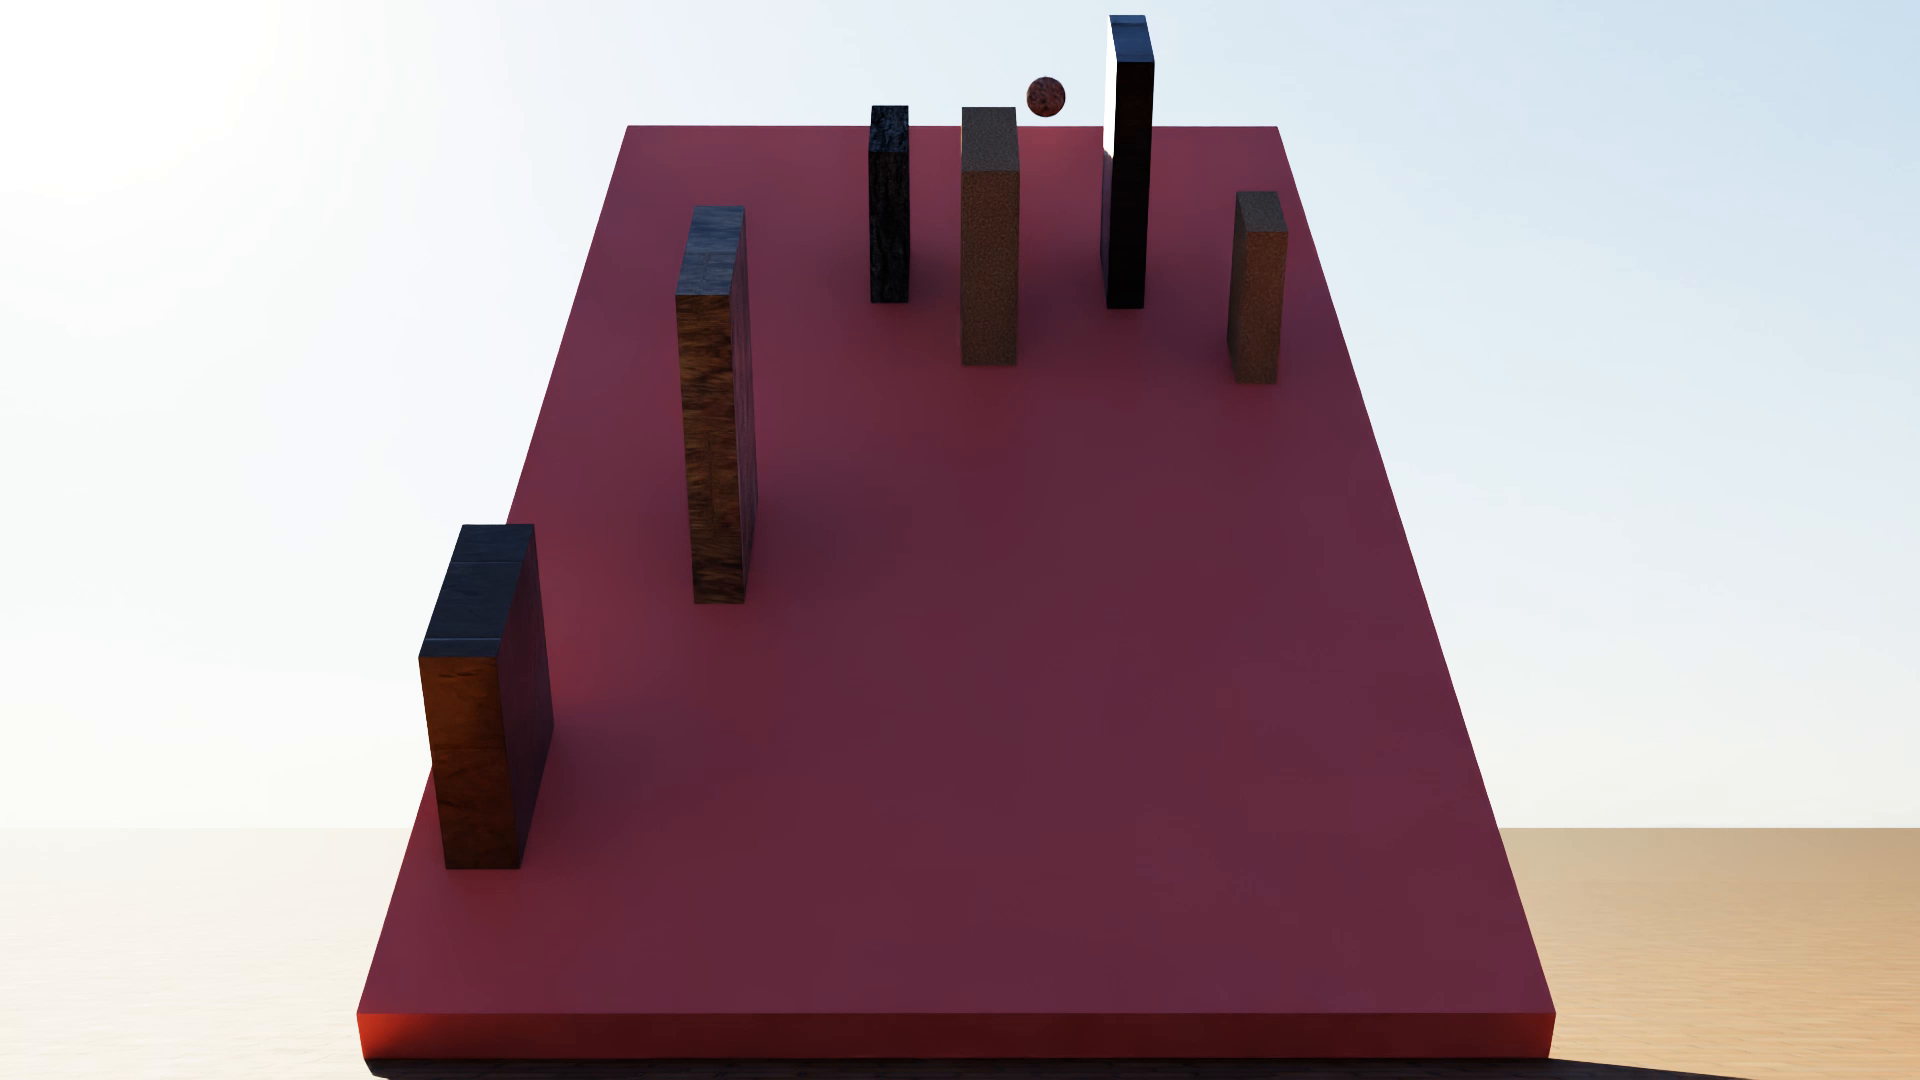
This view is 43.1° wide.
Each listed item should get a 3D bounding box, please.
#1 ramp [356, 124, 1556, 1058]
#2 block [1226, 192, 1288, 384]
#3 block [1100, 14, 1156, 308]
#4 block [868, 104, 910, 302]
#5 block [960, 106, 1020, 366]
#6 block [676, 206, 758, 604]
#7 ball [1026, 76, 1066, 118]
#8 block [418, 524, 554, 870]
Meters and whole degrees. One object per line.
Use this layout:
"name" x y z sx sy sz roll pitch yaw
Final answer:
"ramp" -0.014 -0.200 5.789 2.000 0.100 4.000 0 31 0
"block" 0.732 -0.624 6.005 0.099 0.408 0.245 0 31 0
"block" 0.434 -0.986 6.345 0.096 0.675 0.353 0 31 0
"block" -0.185 -0.889 6.426 0.099 0.423 0.329 0 31 0
"block" 0.073 -0.769 6.132 0.138 0.521 0.423 0 31 0
"block" -0.508 -0.286 5.136 0.105 0.718 0.439 0 31 0
"ball" 0.255 -1.316 7.220 0.121 0.121 0.121 0 -7 0
"block" -0.857 0.281 4.443 0.133 0.458 0.445 0 31 0
